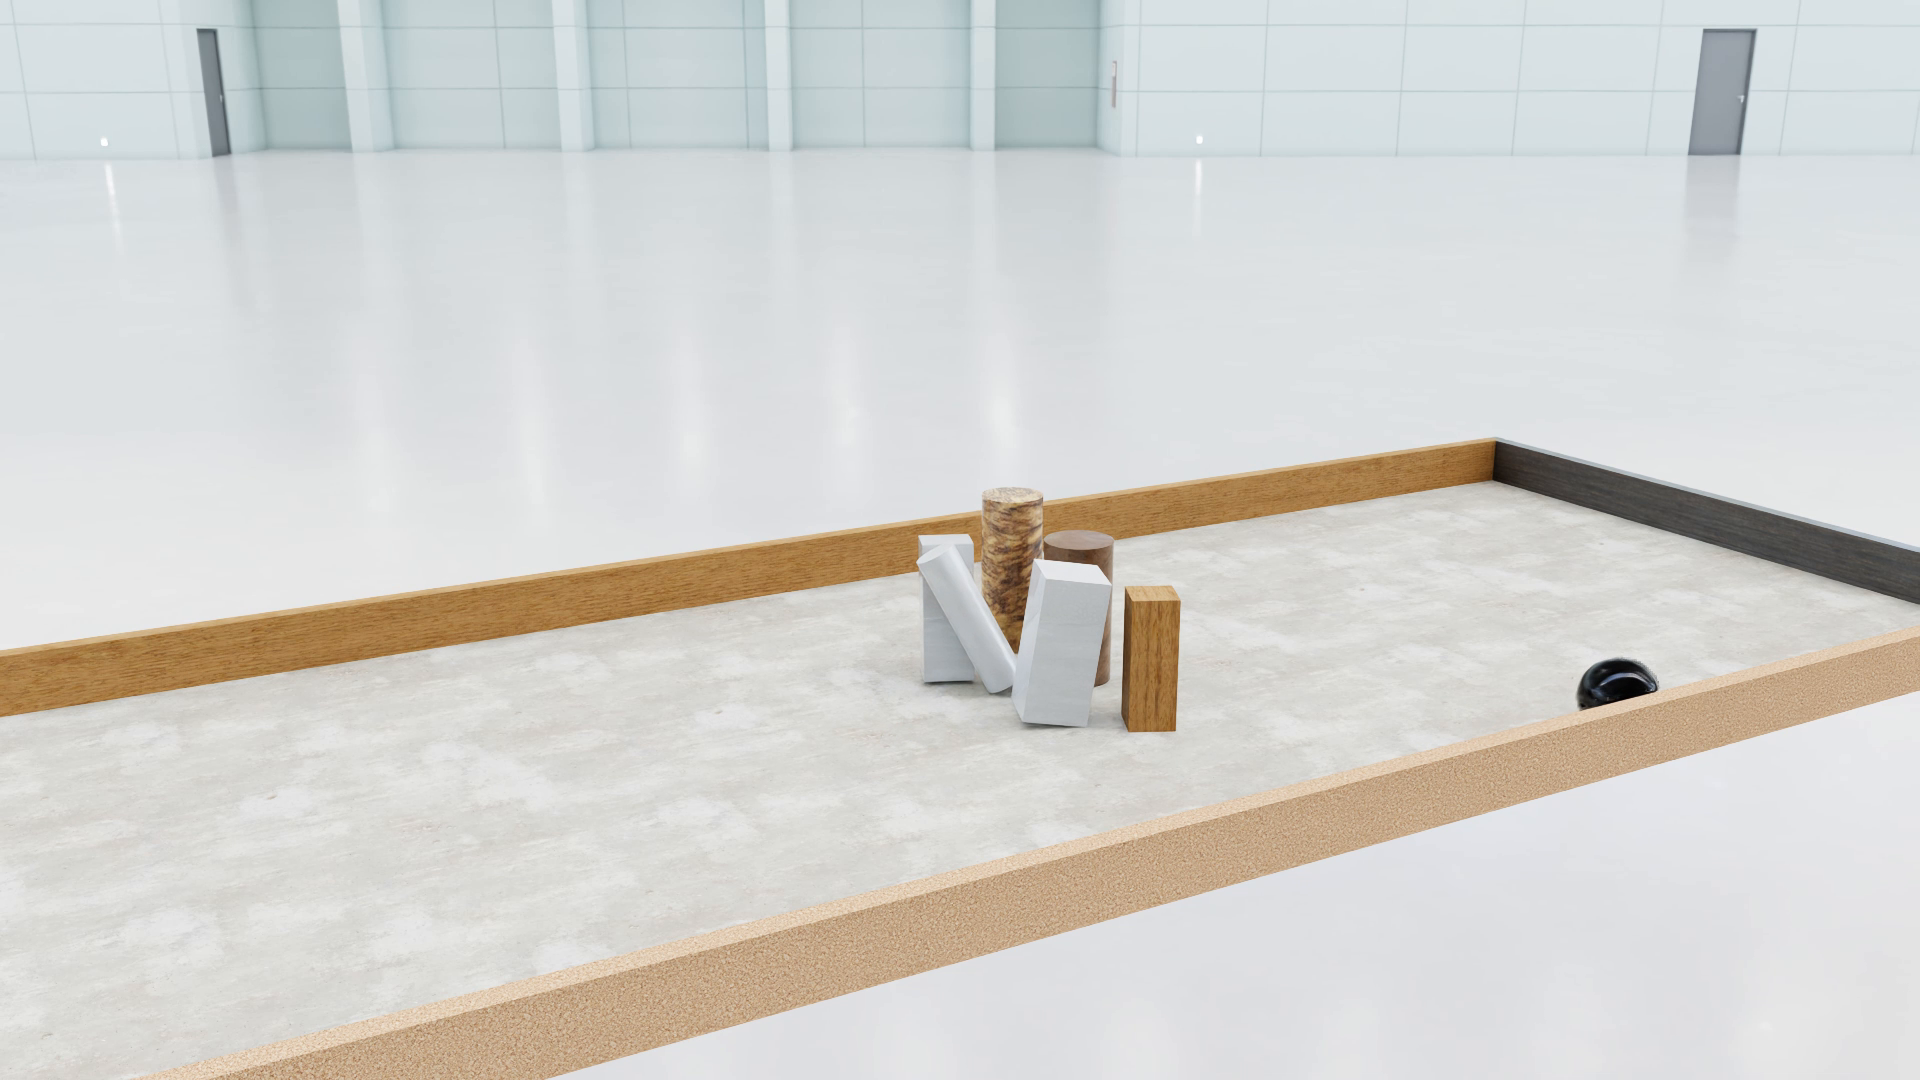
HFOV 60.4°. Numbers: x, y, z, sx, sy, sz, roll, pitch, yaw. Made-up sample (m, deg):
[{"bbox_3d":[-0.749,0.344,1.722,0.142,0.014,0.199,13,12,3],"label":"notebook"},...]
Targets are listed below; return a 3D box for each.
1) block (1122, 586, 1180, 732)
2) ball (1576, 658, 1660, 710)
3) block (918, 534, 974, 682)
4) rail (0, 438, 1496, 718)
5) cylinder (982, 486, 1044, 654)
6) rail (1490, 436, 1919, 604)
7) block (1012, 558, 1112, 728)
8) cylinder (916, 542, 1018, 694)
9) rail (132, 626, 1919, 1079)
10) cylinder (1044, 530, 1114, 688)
[{"bbox_3d":[0.444,0.277,3.844,0.111,0.321,0.111,-1,16,-3],"label":"block"},{"bbox_3d":[1.516,0.362,3.801,0.181,0.181,0.181,0,16,0],"label":"ball"},{"bbox_3d":[-0.034,0.169,4.145,0.127,0.347,0.127,-2,11,-6],"label":"block"},{"bbox_3d":[-3.305,0.497,3.399,12.000,0.150,0.050,-9,18,-27],"label":"rail"},{"bbox_3d":[0.136,0.079,4.354,0.162,0.412,0.162,0,16,0],"label":"cylinder"},{"bbox_3d":[2.466,-0.048,5.253,0.050,0.150,2.100,-9,18,-27],"label":"rail"},{"bbox_3d":[0.235,0.242,3.877,0.155,0.351,0.155,6,15,-10],"label":"block"},{"bbox_3d":[0.027,0.191,4.038,0.102,0.373,0.102,-27,12,7],"label":"cylinder"},{"bbox_3d":[-2.336,1.006,1.665,12.000,0.150,0.050,-9,18,-27],"label":"rail"},{"bbox_3d":[0.294,0.172,4.130,0.174,0.360,0.174,0,16,0],"label":"cylinder"}]
